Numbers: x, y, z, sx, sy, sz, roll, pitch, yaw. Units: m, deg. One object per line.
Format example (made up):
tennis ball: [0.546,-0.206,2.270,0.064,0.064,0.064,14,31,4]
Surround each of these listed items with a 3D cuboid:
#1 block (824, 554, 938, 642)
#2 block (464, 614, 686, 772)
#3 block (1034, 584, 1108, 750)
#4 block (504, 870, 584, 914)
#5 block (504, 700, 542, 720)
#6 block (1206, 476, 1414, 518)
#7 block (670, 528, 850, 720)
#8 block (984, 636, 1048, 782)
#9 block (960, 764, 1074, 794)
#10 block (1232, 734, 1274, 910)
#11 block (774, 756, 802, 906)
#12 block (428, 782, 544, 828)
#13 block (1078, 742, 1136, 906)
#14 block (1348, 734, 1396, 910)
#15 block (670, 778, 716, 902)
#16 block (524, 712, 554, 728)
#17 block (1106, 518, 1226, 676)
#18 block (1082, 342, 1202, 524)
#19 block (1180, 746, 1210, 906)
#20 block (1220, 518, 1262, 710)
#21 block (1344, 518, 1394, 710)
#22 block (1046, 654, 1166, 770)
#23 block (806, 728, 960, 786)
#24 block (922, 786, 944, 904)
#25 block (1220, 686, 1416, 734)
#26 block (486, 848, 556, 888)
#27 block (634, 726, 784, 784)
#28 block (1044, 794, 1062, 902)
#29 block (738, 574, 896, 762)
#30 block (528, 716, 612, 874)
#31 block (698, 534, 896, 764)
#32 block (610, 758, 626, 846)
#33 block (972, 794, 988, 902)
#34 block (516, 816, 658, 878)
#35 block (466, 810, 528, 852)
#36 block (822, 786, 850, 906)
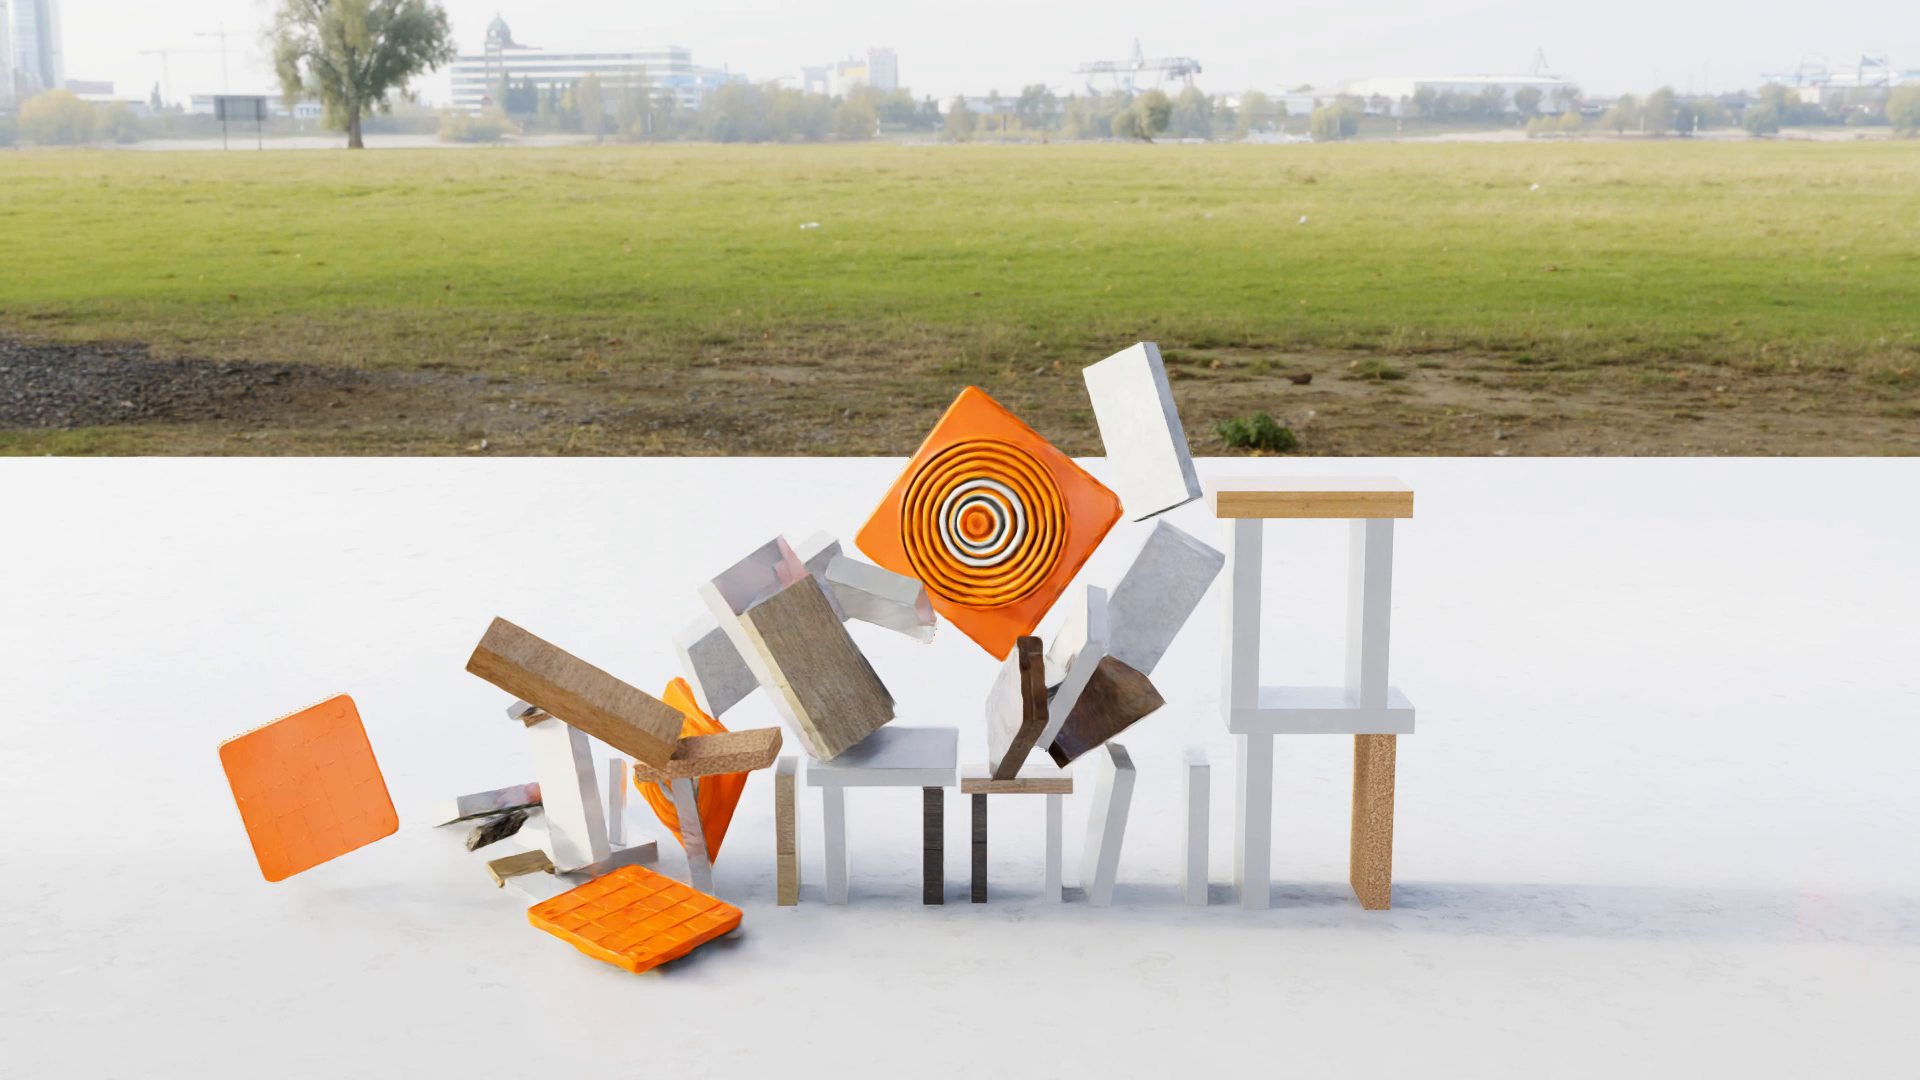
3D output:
block: [-0.112,0.086,3.189,0.132,0.037,0.265,17,-12,8]
block: [-0.617,0.246,3.552,0.350,0.047,0.167,29,12,-8]
block: [0.166,0.198,3.421,0.035,0.248,0.124,16,41,-12]
block: [-0.690,0.584,3.646,0.072,0.020,0.144,-8,13,-37]
block: [-0.731,0.280,3.791,0.072,0.020,0.144,-36,-4,1]
block: [0.560,-0.070,3.543,0.310,0.044,0.155,0,11,0]
block: [-0.328,0.143,3.765,0.334,0.167,0.047,-37,43,-24]
block: [0.086,0.268,3.437,0.037,0.132,0.326,-1,-22,-9]
block: [0.094,0.395,3.636,0.184,0.026,0.092,0,9,1]
block: [0.484,0.445,3.638,0.042,0.297,0.149,0,11,0]
block: [-0.284,0.481,3.646,0.032,0.223,0.112,0,11,0]
block: [-0.830,0.478,4.046,0.257,0.036,0.128,-8,-9,-37]
block: [0.242,0.468,3.633,0.034,0.239,0.120,8,15,-8]
block: [0.682,0.445,3.638,0.042,0.297,0.148,0,11,0]
block: [-0.446,0.475,3.658,0.032,0.223,0.112,-12,14,-6]
block: [-0.726,0.312,3.812,0.052,0.015,0.104,-12,-7,-9]
block: [0.314,0.094,3.566,0.124,0.247,0.035,29,30,-3]
block: [0.276,-0.163,3.336,0.124,0.247,0.035,-23,-10,42]
block: [0.389,0.472,3.648,0.034,0.239,0.120,0,11,0]
block: [0.456,0.105,3.576,0.044,0.311,0.155,0,11,0]
block: [0.663,0.105,3.576,0.044,0.311,0.155,0,11,0]
block: [0.220,0.275,3.625,0.239,0.120,0.034,-26,-15,-39]
block: [-0.122,0.348,3.539,0.238,0.034,0.119,0,29,3]
block: [-0.043,0.467,3.610,0.034,0.238,0.119,0,29,0]
block: [0.583,0.278,3.607,0.297,0.042,0.149,0,11,0]
block: [-0.747,0.558,3.740,0.104,0.015,0.052,-9,39,-40]
block: [-0.410,0.351,3.598,0.223,0.032,0.112,-7,14,9]
block: [0.155,0.498,3.655,0.026,0.184,0.092,0,9,0]
block: [-0.225,0.201,3.467,0.132,0.265,0.037,-31,1,-31]
block: [-0.664,0.430,3.746,0.036,0.256,0.128,-6,-10,-41]
block: [-0.260,0.173,3.528,0.167,0.334,0.047,-36,2,-41]
block: [-0.587,0.451,3.778,0.020,0.144,0.072,-1,-10,-2]
block: [0.032,0.498,3.654,0.026,0.184,0.092,0,9,0]
block: [-0.661,0.532,3.881,0.128,0.036,0.257,-10,14,-42]
block: [-0.788,0.495,3.745,0.015,0.052,0.104,50,35,17]
block: [-0.202,0.467,3.609,0.034,0.238,0.119,0,29,0]
